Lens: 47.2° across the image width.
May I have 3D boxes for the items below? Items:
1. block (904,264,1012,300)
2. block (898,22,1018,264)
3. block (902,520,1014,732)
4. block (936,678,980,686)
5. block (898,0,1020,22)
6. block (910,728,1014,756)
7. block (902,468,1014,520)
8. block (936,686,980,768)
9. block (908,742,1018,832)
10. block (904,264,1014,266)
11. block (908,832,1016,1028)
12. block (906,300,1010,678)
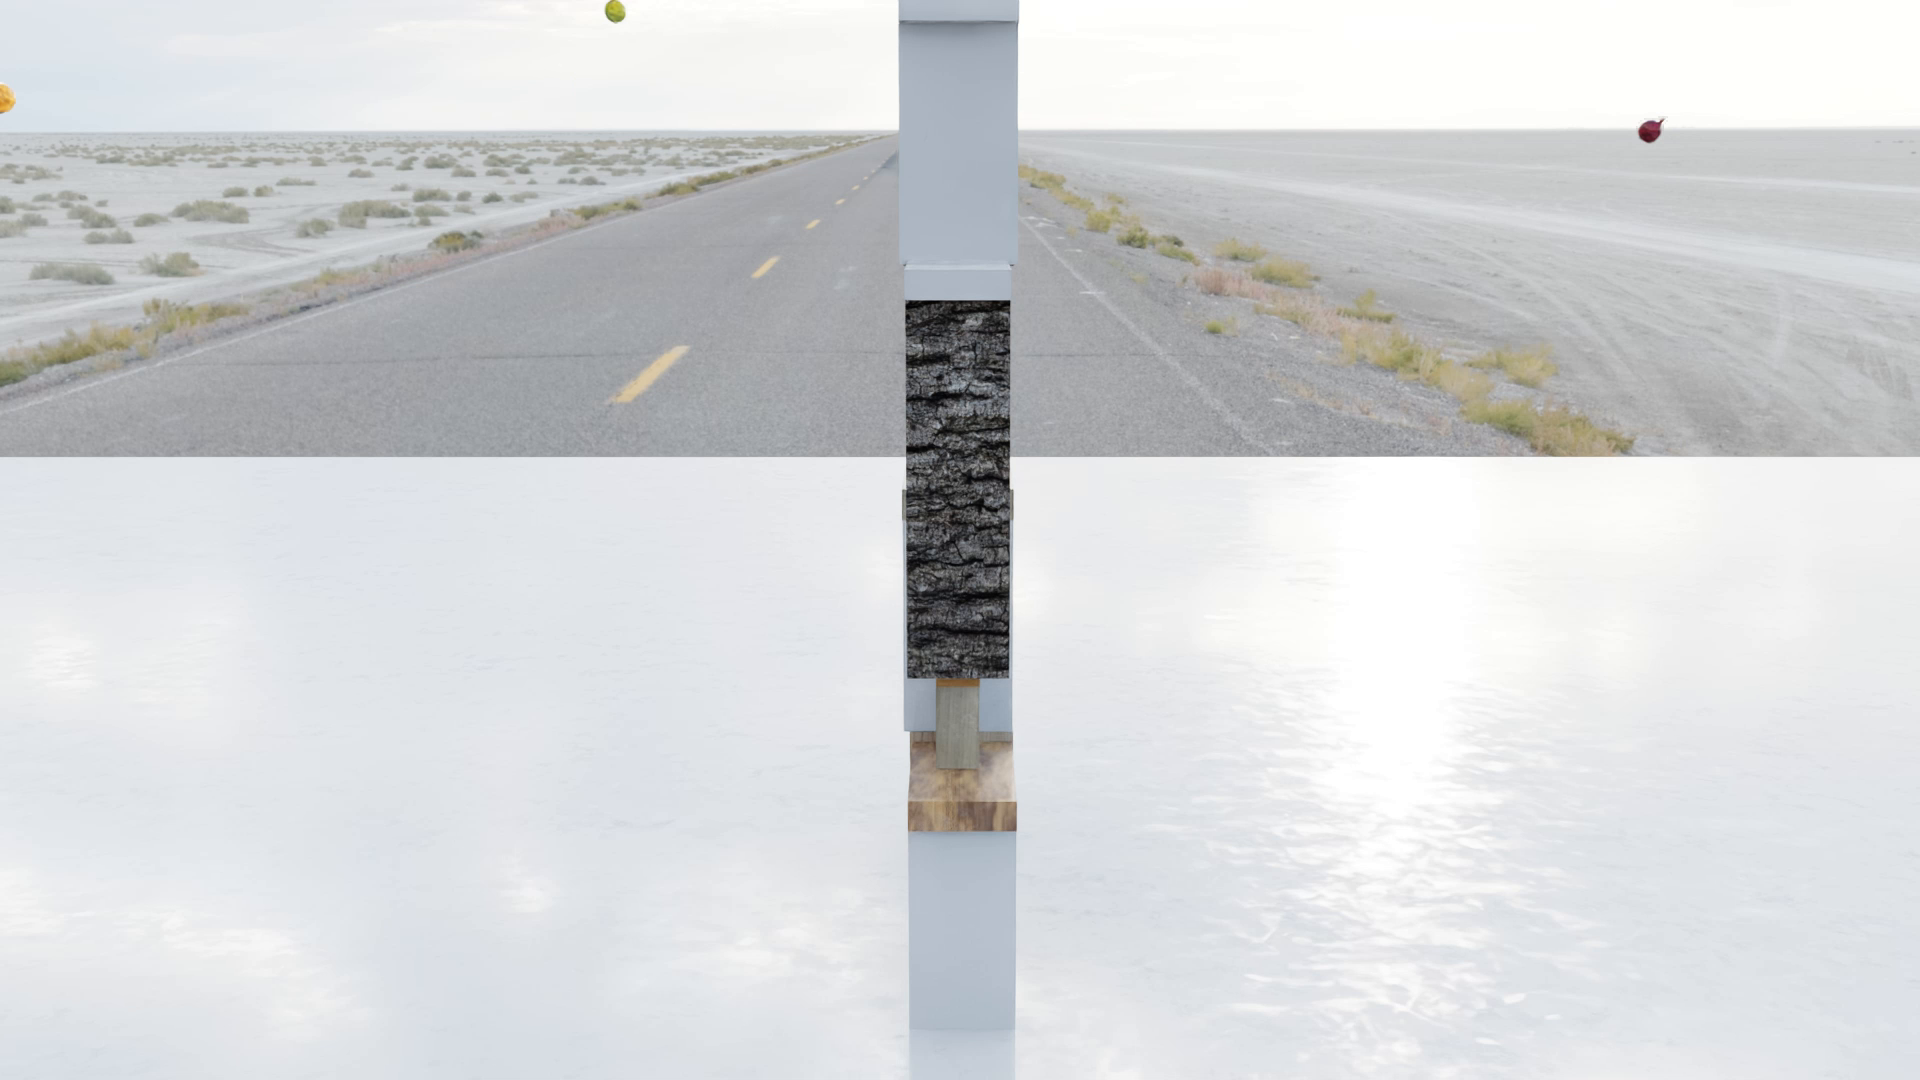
[{"bbox_3d":[-0.003,-0.373,3.132,0.145,0.041,0.290,0,11,0],"label":"block"},{"bbox_3d":[-0.002,-0.557,3.095,0.167,0.334,0.047,0,10,0],"label":"block"},{"bbox_3d":[-0.003,0.123,3.317,0.165,0.329,0.047,0,11,0],"label":"block"},{"bbox_3d":[-0.003,0.189,3.205,0.063,0.018,0.125,0,11,0],"label":"block"},{"bbox_3d":[-0.002,-0.765,3.170,0.167,0.047,0.334,0,11,0],"label":"block"},{"bbox_3d":[0.002,0.283,3.481,0.157,0.044,0.314,0,11,0],"label":"block"},{"bbox_3d":[-0.003,-0.082,3.390,0.165,0.047,0.329,0,11,0],"label":"block"},{"bbox_3d":[-0.004,0.268,3.176,0.063,0.125,0.018,0,11,0],"label":"block"},{"bbox_3d":[0.003,0.353,3.176,0.151,0.043,0.301,0,11,0],"label":"block"},{"bbox_3d":[-0.002,-0.590,3.316,0.167,0.349,0.047,0,11,0],"label":"block"},{"bbox_3d":[0.003,0.541,3.109,0.151,0.301,0.043,0,11,0],"label":"block"},{"bbox_3d":[-0.003,-0.071,3.091,0.145,0.537,0.041,0,11,0],"label":"block"}]
